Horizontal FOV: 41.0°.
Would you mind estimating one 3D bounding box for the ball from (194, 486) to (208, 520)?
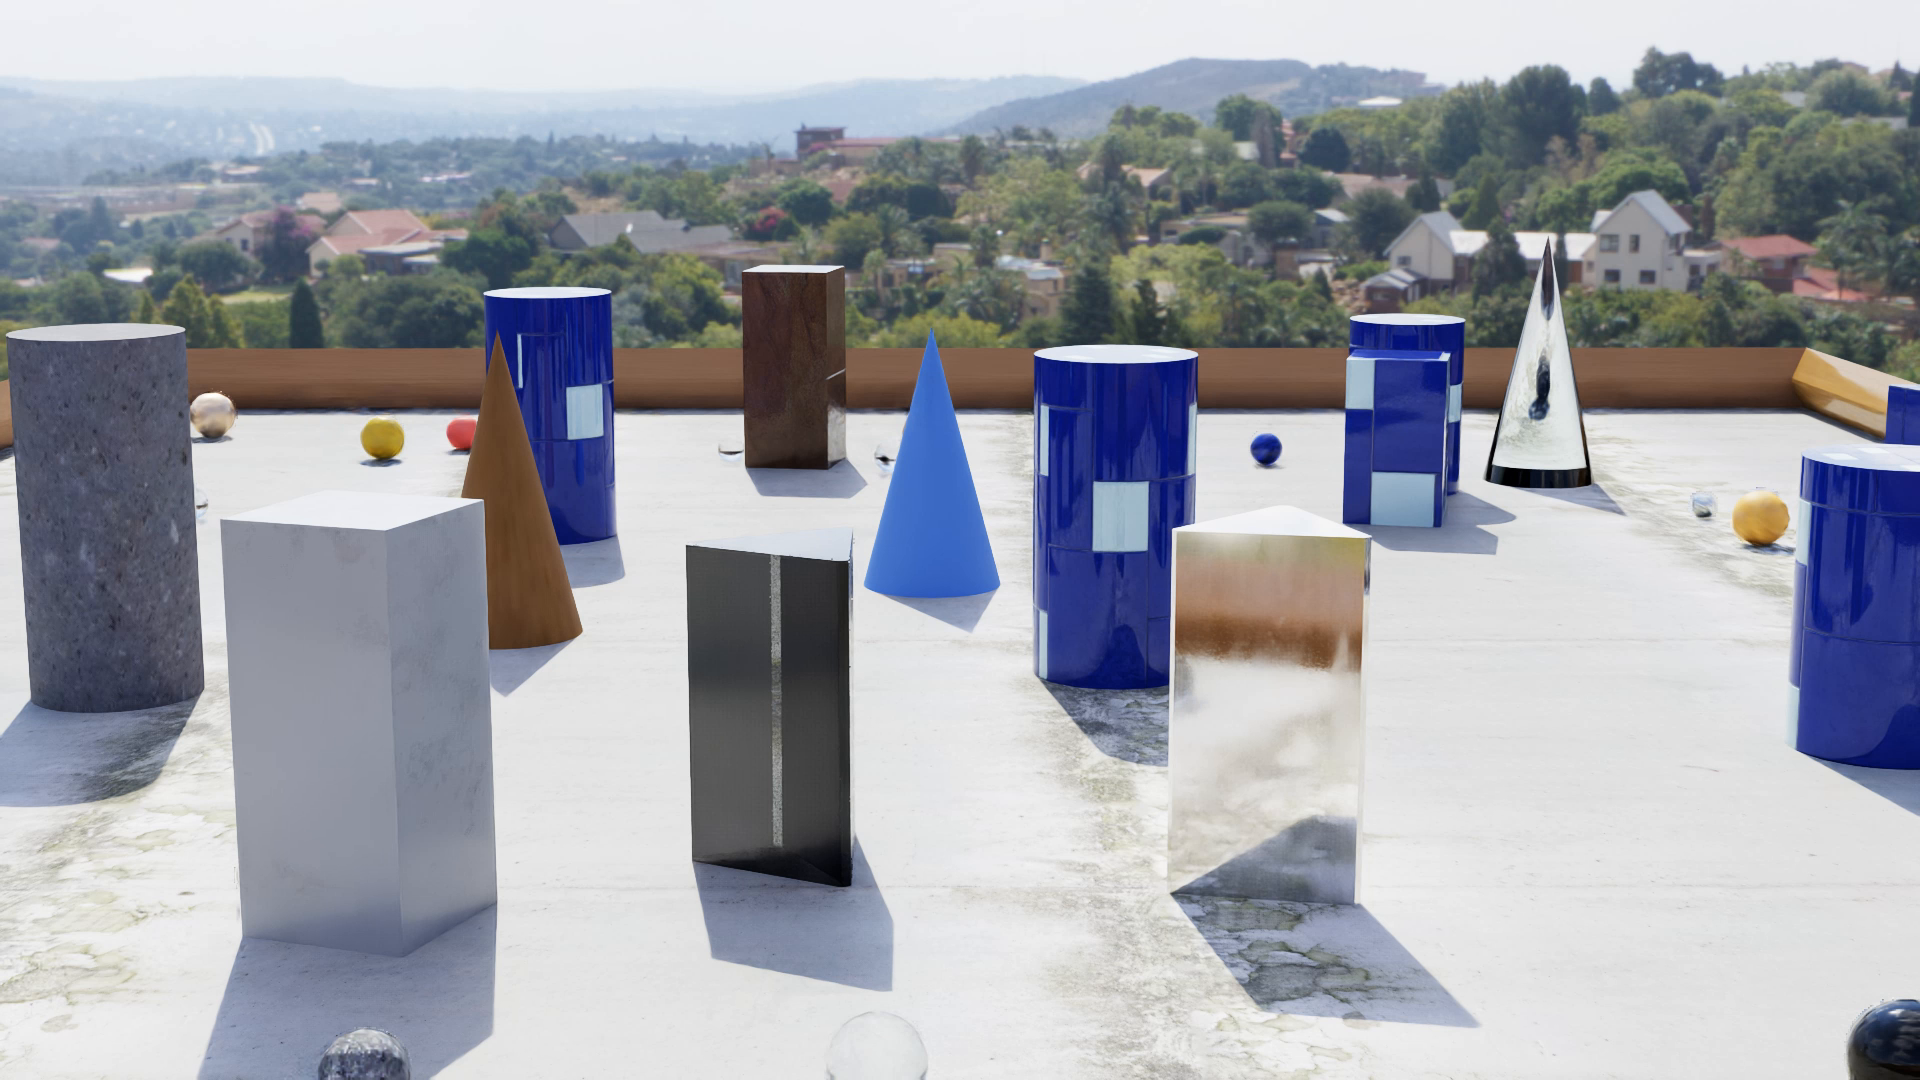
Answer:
[{"bbox_3d":[-1.244,-0.060,4.142,0.058,0.058,0.058,0,11,0],"label":"ball"}]

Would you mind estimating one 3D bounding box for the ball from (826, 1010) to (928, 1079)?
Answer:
[{"bbox_3d":[-0.058,0.367,1.800,0.072,0.072,0.072,0,11,0],"label":"ball"}]

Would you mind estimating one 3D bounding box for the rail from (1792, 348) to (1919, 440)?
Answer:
[{"bbox_3d":[1.804,0.031,3.459,0.045,0.127,4.167,0,11,0],"label":"rail"}]

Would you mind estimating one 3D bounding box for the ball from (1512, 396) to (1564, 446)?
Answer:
[{"bbox_3d":[1.114,-0.230,4.949,0.098,0.098,0.098,0,11,0],"label":"ball"}]

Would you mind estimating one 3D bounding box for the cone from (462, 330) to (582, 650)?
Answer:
[{"bbox_3d":[-0.588,-0.074,3.294,0.195,0.395,0.195,0,11,0],"label":"cone"}]

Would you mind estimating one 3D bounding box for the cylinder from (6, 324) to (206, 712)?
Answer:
[{"bbox_3d":[-0.988,-0.030,2.974,0.195,0.424,0.195,0,11,0],"label":"cylinder"}]

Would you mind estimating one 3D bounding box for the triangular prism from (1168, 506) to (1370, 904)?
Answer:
[{"bbox_3d":[0.283,0.143,2.310,0.169,0.328,0.146,2,11,12],"label":"triangular prism"}]

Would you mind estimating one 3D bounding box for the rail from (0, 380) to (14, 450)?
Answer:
[{"bbox_3d":[-1.804,0.035,3.439,0.045,0.127,4.167,0,11,0],"label":"rail"}]

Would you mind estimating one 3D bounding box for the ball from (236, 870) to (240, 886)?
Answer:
[{"bbox_3d":[-0.610,0.294,2.256,0.050,0.050,0.050,0,11,0],"label":"ball"}]

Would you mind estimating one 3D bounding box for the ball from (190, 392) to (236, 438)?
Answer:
[{"bbox_3d":[-1.477,-0.247,5.070,0.088,0.088,0.088,0,11,0],"label":"ball"}]

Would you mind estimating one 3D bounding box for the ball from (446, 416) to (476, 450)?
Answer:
[{"bbox_3d":[-0.947,-0.204,4.898,0.066,0.066,0.066,0,11,0],"label":"ball"}]

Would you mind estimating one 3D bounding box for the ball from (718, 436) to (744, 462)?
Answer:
[{"bbox_3d":[-0.424,-0.168,4.751,0.049,0.049,0.049,0,11,0],"label":"ball"}]

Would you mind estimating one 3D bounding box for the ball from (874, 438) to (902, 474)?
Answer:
[{"bbox_3d":[-0.121,-0.151,4.615,0.065,0.065,0.065,0,11,0],"label":"ball"}]

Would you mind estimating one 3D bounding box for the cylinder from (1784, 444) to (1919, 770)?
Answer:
[{"bbox_3d":[0.994,0.067,2.749,0.195,0.316,0.195,0,11,0],"label":"cylinder"}]

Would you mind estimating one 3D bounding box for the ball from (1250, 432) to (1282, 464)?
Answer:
[{"bbox_3d":[0.563,-0.168,4.719,0.060,0.060,0.060,0,11,0],"label":"ball"}]

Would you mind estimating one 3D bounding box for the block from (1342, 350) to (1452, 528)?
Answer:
[{"bbox_3d":[0.708,-0.167,4.154,0.156,0.264,0.156,2,11,13],"label":"block"}]

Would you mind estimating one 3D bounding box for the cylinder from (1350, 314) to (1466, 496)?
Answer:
[{"bbox_3d":[0.768,-0.234,4.428,0.195,0.295,0.195,0,11,0],"label":"cylinder"}]

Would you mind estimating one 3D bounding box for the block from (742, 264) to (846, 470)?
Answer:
[{"bbox_3d":[-0.304,-0.320,4.722,0.156,0.358,0.156,2,11,10],"label":"block"}]

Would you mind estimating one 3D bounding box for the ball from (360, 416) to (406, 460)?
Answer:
[{"bbox_3d":[-1.075,-0.191,4.780,0.082,0.082,0.082,0,11,0],"label":"ball"}]

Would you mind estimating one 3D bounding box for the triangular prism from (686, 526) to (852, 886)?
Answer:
[{"bbox_3d":[-0.140,0.146,2.377,0.169,0.298,0.146,6,12,28],"label":"triangular prism"}]

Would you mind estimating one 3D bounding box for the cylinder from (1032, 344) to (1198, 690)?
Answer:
[{"bbox_3d":[0.186,-0.031,3.087,0.195,0.387,0.195,0,11,0],"label":"cylinder"}]

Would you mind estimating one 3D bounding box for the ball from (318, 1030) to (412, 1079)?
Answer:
[{"bbox_3d":[-0.415,0.374,1.789,0.064,0.064,0.064,0,11,0],"label":"ball"}]

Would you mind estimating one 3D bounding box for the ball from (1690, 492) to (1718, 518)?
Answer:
[{"bbox_3d":[1.208,-0.056,4.166,0.041,0.041,0.041,0,11,0],"label":"ball"}]

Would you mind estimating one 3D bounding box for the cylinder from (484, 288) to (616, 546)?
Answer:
[{"bbox_3d":[-0.636,-0.196,3.994,0.195,0.379,0.195,0,11,0],"label":"cylinder"}]

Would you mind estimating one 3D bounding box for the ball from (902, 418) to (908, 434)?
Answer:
[{"bbox_3d":[-0.062,-0.204,4.829,0.091,0.091,0.091,0,11,0],"label":"ball"}]

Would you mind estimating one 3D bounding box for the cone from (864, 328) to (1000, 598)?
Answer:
[{"bbox_3d":[-0.040,-0.118,3.609,0.195,0.366,0.195,0,11,0],"label":"cone"}]

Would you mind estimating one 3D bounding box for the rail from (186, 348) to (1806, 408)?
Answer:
[{"bbox_3d":[-0.012,-0.343,5.474,3.655,0.127,0.045,0,11,0],"label":"rail"}]

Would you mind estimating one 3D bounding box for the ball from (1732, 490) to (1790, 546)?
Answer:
[{"bbox_3d":[1.226,-0.034,3.929,0.084,0.084,0.084,0,11,0],"label":"ball"}]

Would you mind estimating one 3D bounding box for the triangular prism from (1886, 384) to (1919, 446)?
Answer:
[{"bbox_3d":[1.295,-0.049,3.402,0.146,0.306,0.169,8,13,38],"label":"triangular prism"}]

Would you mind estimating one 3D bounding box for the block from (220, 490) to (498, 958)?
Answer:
[{"bbox_3d":[-0.507,0.150,2.184,0.156,0.359,0.156,4,11,19],"label":"block"}]

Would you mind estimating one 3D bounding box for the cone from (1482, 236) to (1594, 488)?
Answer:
[{"bbox_3d":[1.027,-0.320,4.515,0.195,0.434,0.195,0,11,0],"label":"cone"}]

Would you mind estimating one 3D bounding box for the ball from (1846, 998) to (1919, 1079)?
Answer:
[{"bbox_3d":[0.662,0.363,1.789,0.085,0.085,0.085,0,11,0],"label":"ball"}]
